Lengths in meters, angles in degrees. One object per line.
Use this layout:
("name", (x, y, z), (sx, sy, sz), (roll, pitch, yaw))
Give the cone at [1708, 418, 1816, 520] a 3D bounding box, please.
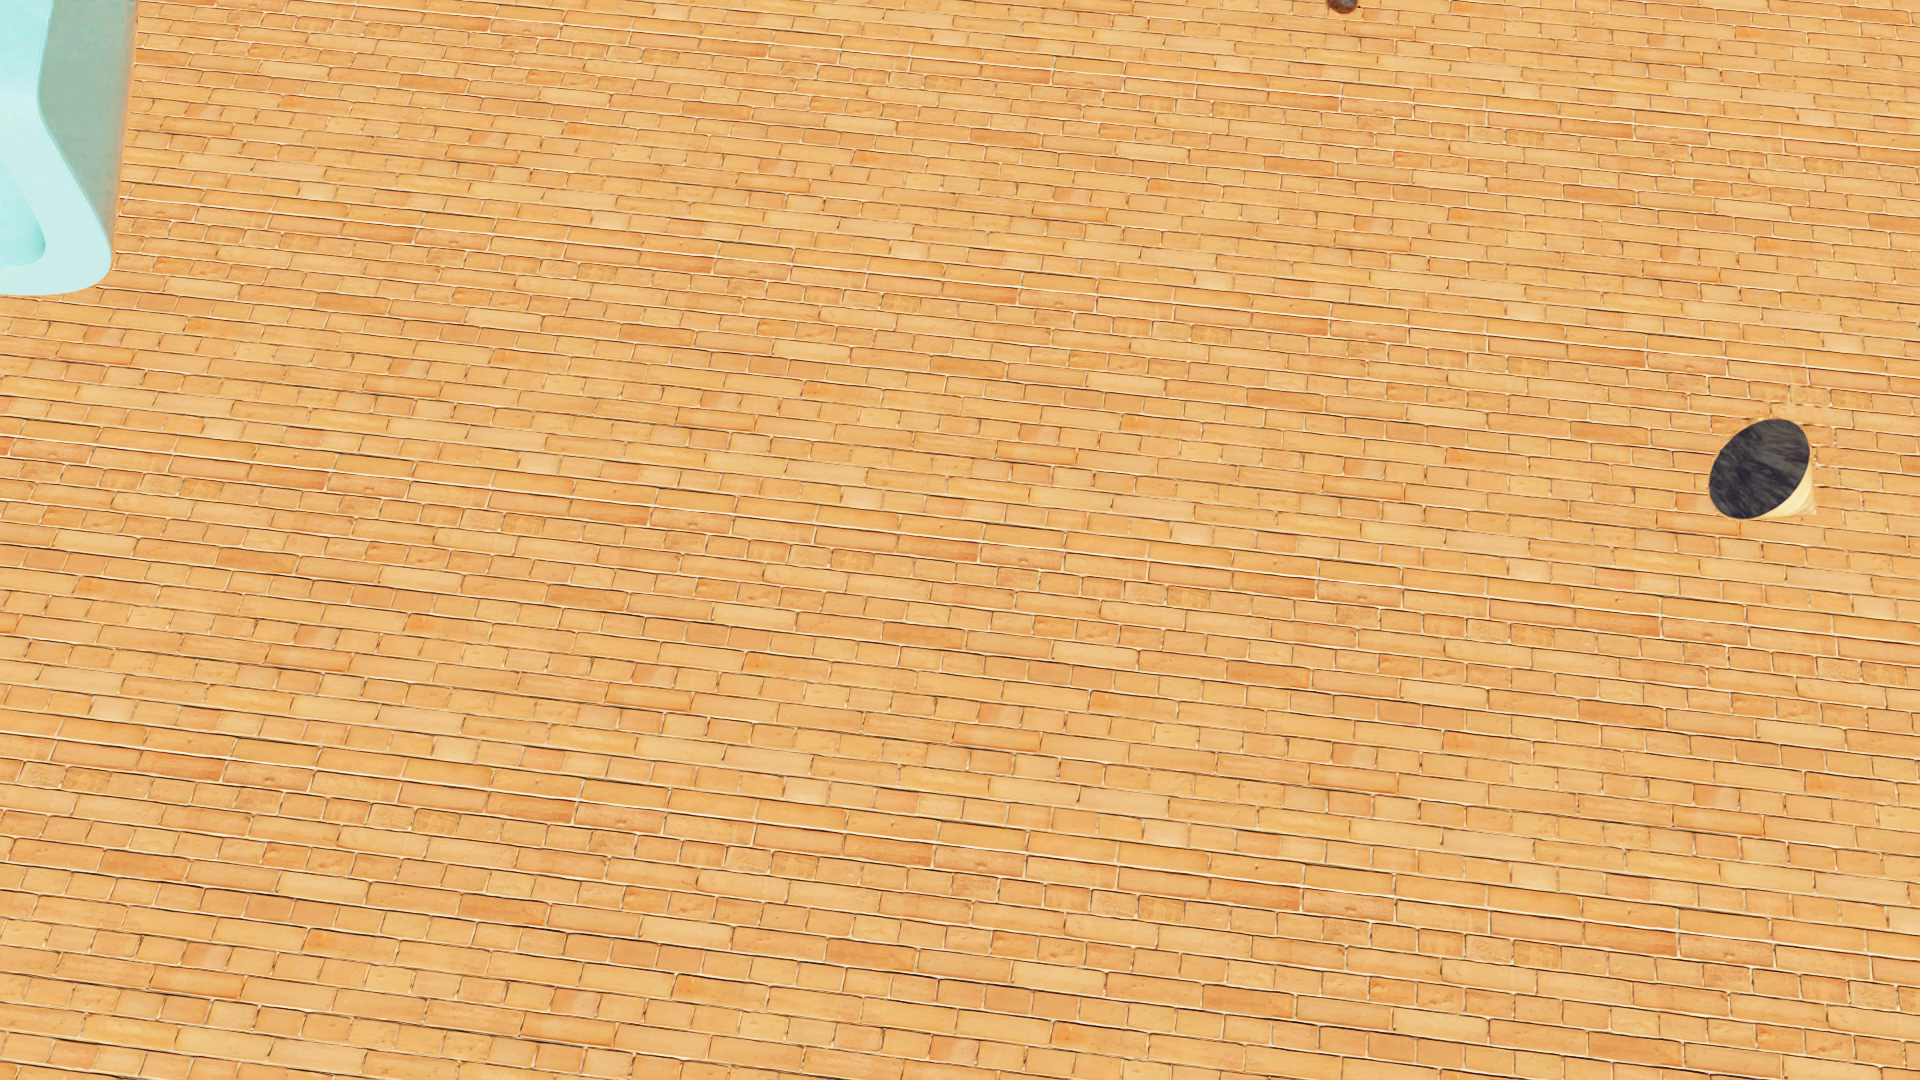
("cone", (1.428, -0.083, 3.794), (0.192, 0.184, 0.186), (-52, 33, 14))
